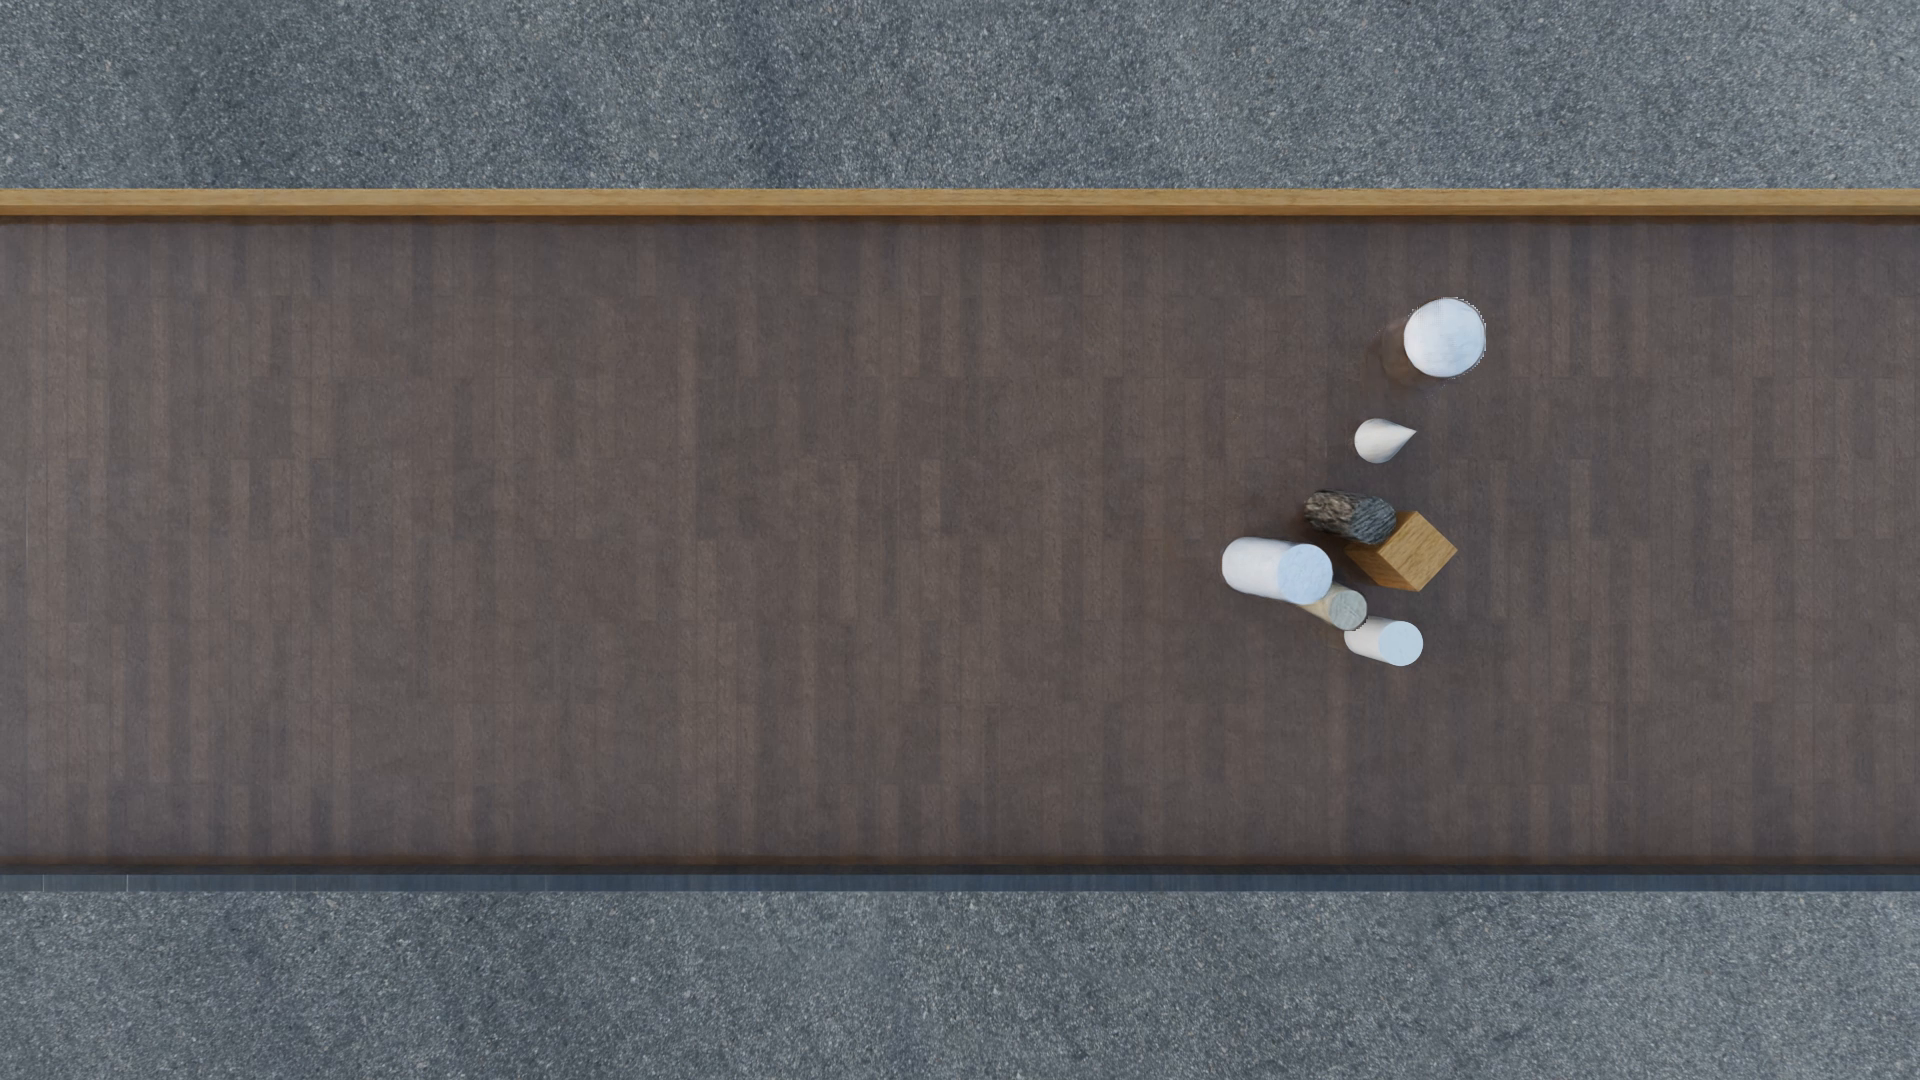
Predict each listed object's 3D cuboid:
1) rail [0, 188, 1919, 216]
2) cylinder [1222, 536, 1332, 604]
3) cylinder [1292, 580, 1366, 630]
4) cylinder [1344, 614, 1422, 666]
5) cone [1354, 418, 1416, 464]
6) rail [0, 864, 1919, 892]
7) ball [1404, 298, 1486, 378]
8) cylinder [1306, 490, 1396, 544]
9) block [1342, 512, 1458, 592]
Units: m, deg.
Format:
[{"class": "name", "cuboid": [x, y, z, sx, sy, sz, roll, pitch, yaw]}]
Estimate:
[{"class": "rail", "cuboid": [-2.247, -1.025, 5.002, 12.000, 0.150, 0.050, 0, 90, 0]}, {"class": "cylinder", "cuboid": [0.928, 0.086, 4.858, 0.172, 0.408, 0.172, -1, 93, -13]}, {"class": "cylinder", "cuboid": [1.055, 0.163, 4.851, 0.113, 0.437, 0.113, -1, 99, -9]}, {"class": "cylinder", "cuboid": [1.246, 0.293, 4.869, 0.126, 0.415, 0.126, 0, 90, 0]}, {"class": "cone", "cuboid": [1.284, -0.306, 4.856, 0.139, 0.442, 0.139, 0, 90, 0]}, {"class": "rail", "cuboid": [-2.247, 1.025, 5.001, 12.000, 0.150, 0.050, 0, 90, 0]}, {"class": "ball", "cuboid": [1.446, -0.603, 4.926, 0.234, 0.234, 0.234, 0, 90, 0]}, {"class": "cylinder", "cuboid": [1.149, -0.071, 4.873, 0.132, 0.392, 0.132, -1, 95, -7]}, {"class": "block", "cuboid": [1.291, 0.029, 4.868, 0.161, 0.413, 0.161, 43, 90, -1]}]
